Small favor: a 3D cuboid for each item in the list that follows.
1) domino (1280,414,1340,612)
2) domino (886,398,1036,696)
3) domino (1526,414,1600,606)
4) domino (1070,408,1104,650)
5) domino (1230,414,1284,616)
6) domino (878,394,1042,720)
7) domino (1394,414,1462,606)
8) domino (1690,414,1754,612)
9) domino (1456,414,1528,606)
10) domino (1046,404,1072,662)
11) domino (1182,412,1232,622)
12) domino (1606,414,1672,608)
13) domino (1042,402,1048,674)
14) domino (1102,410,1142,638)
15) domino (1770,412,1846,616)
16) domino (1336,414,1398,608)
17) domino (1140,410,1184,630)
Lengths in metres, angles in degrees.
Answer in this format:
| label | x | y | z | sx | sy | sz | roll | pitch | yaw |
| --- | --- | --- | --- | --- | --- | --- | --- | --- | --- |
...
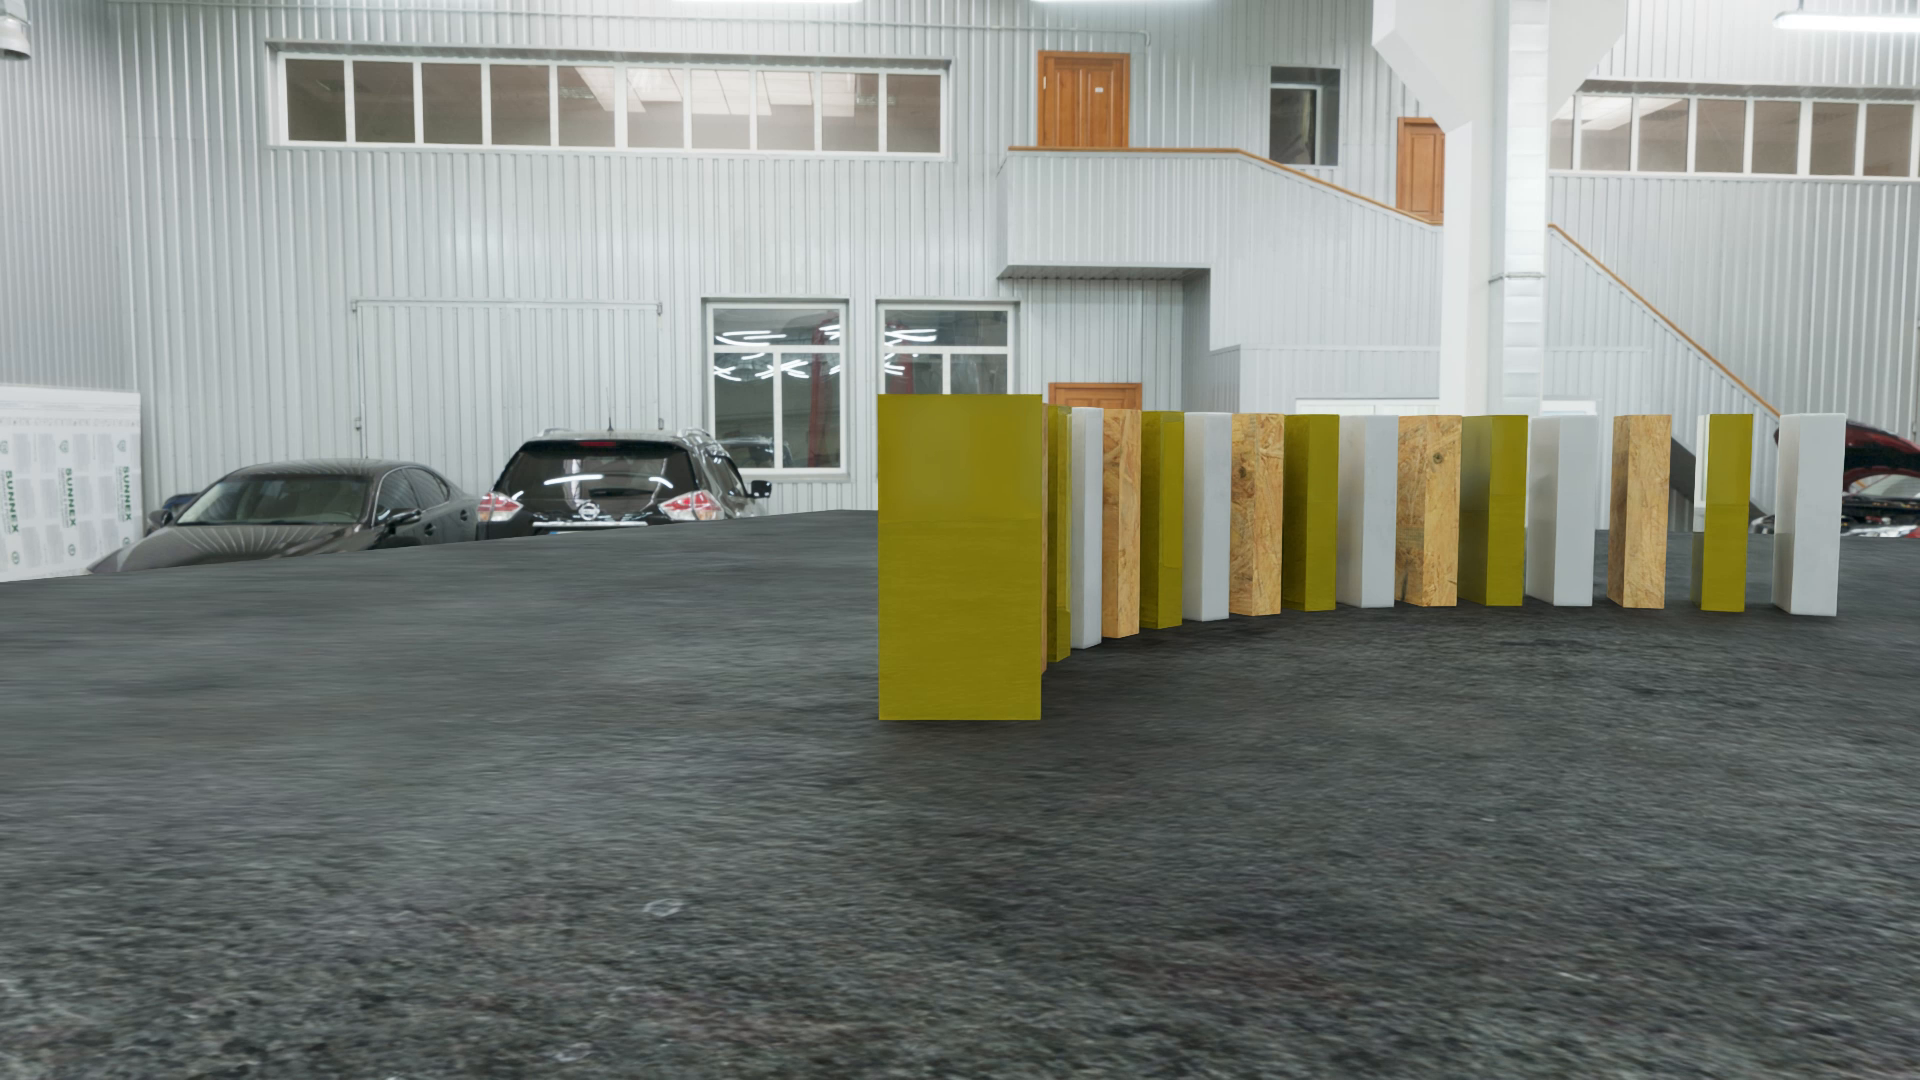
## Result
| label | x | y | z | sx | sy | sz | roll | pitch | yaw |
| --- | --- | --- | --- | --- | --- | --- | --- | --- | --- |
| domino | 0.087 | -0.008 | 0.337 | 0.009 | 0.050 | 0.025 | -2 | 5 | -23 |
| domino | 0.000 | 0.001 | 0.220 | 0.025 | 0.050 | 0.009 | 0 | 4 | 3 |
| domino | 0.163 | -0.008 | 0.347 | 0.009 | 0.050 | 0.025 | 1 | 4 | 8 |
| domino | 0.017 | -0.003 | 0.274 | 0.025 | 0.050 | 0.010 | 2 | 5 | 29 |
| domino | 0.070 | -0.007 | 0.329 | 0.009 | 0.050 | 0.025 | -3 | 5 | -30 |
| domino | 0.000 | 0.002 | 0.201 | 0.025 | 0.050 | 0.009 | 0 | 4 | 0 |
| domino | 0.124 | -0.008 | 0.347 | 0.009 | 0.050 | 0.025 | -1 | 4 | -8 |
| domino | 0.199 | -0.008 | 0.336 | 0.009 | 0.050 | 0.025 | 2 | 5 | 24 |
| domino | 0.143 | -0.009 | 0.348 | 0.009 | 0.050 | 0.025 | 0 | 4 | 0 |
| domino | 0.009 | -0.002 | 0.257 | 0.025 | 0.050 | 0.009 | 2 | 5 | 21 |
| domino | 0.054 | -0.006 | 0.318 | 0.010 | 0.050 | 0.025 | -3 | 5 | -38 |
| domino | 0.181 | -0.008 | 0.343 | 0.009 | 0.050 | 0.025 | 1 | 5 | 18 |
| domino | 0.003 | 0.000 | 0.239 | 0.025 | 0.050 | 0.009 | 1 | 4 | 14 |
| domino | 0.027 | -0.004 | 0.291 | 0.025 | 0.050 | 0.009 | 3 | 5 | 37 |
| domino | 0.217 | -0.007 | 0.328 | 0.009 | 0.050 | 0.025 | 2 | 5 | 22 |
| domino | 0.105 | -0.008 | 0.344 | 0.010 | 0.050 | 0.025 | -1 | 4 | -15 |
| domino | 0.040 | -0.005 | 0.305 | 0.025 | 0.050 | 0.010 | 4 | 6 | 44 |
